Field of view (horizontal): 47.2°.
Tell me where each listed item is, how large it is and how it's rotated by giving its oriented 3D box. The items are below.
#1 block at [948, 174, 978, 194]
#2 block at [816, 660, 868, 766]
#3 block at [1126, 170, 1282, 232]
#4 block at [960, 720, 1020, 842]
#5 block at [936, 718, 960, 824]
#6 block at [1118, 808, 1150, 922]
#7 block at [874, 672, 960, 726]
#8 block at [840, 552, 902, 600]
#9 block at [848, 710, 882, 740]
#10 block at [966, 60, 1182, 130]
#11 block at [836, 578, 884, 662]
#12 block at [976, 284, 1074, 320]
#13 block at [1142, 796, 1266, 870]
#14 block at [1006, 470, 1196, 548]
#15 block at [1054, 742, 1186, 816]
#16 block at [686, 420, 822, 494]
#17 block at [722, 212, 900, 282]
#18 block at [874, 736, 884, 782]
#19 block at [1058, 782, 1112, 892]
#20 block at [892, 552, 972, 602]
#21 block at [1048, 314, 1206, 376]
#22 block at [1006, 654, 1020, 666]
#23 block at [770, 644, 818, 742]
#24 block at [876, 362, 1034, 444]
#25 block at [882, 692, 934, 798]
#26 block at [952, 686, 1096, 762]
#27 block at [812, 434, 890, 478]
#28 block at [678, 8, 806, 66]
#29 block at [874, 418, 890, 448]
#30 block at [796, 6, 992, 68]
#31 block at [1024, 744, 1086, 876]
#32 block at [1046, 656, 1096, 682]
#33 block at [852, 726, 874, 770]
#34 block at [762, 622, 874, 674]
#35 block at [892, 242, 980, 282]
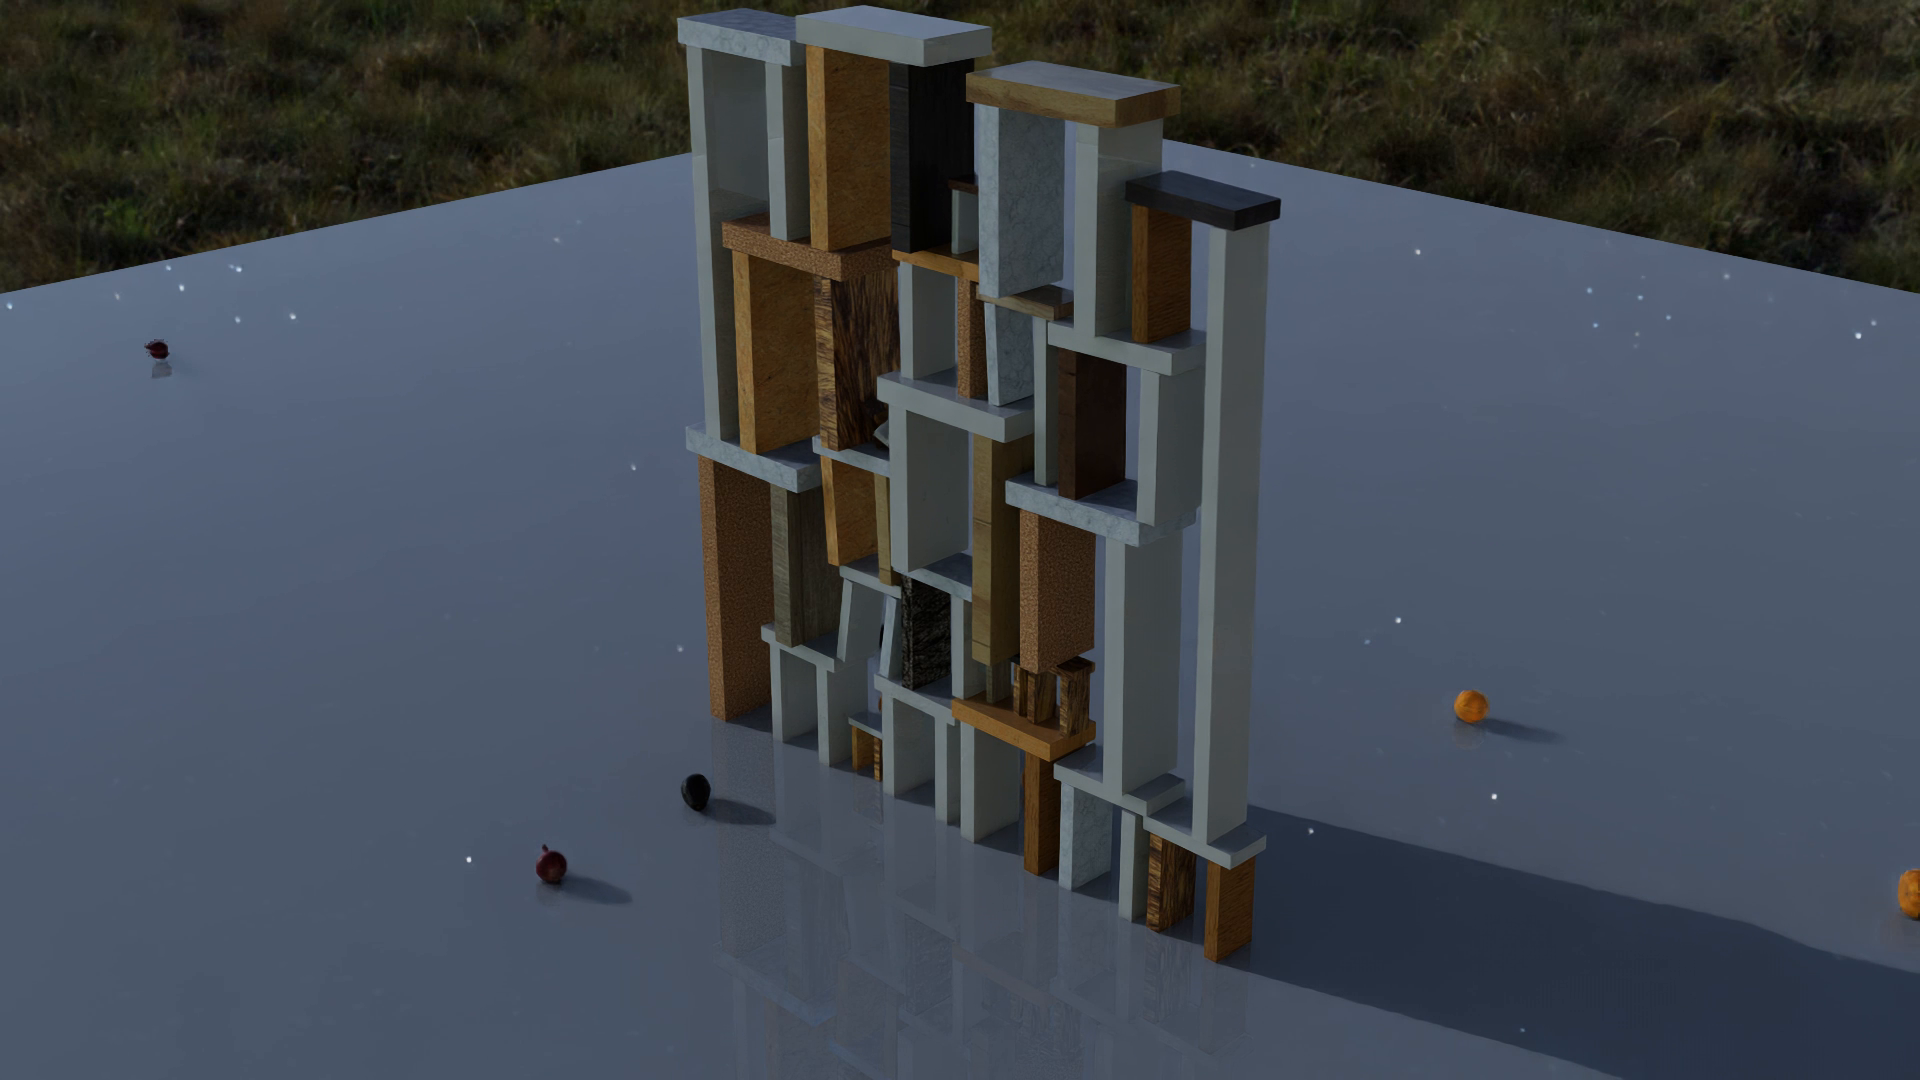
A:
[{"bbox_3d":[0.041,-0.630,3.914,0.117,0.017,0.059,21,31,40],"label":"block"},{"bbox_3d":[-0.247,0.354,4.636,0.032,0.228,0.114,21,31,41],"label":"block"},{"bbox_3d":[0.394,-0.553,3.575,0.116,0.033,0.231,-20,32,-40],"label":"block"},{"bbox_3d":[0.060,0.457,4.351,0.037,0.259,0.130,21,31,41],"label":"block"},{"bbox_3d":[0.003,0.445,4.416,0.116,0.231,0.033,-21,31,-40],"label":"block"},{"bbox_3d":[0.347,0.587,4.090,0.032,0.225,0.113,21,31,41],"label":"block"},{"bbox_3d":[-0.051,0.302,4.415,0.116,0.033,0.231,-21,31,-40],"label":"block"},{"bbox_3d":[-0.145,0.070,4.412,0.184,0.026,0.092,19,29,41],"label":"block"},{"bbox_3d":[-0.178,0.383,4.576,0.103,0.015,0.051,21,31,41],"label":"block"},{"bbox_3d":[0.188,-0.752,3.701,0.334,0.047,0.167,20,30,40],"label":"block"},{"bbox_3d":[-0.202,0.151,4.503,0.092,0.189,0.026,-20,39,-39],"label":"block"},{"bbox_3d":[0.129,-0.430,3.897,0.095,0.027,0.189,-21,31,-41],"label":"block"},{"bbox_3d":[0.440,0.526,3.965,0.101,0.029,0.202,-21,31,-40],"label":"block"},{"bbox_3d":[0.250,-0.069,3.931,0.315,0.045,0.158,20,30,41],"label":"block"},{"bbox_3d":[0.296,0.444,4.089,0.225,0.032,0.113,19,29,41],"label":"block"},{"bbox_3d":[-0.388,-0.190,4.568,0.178,0.050,0.355,-21,31,-40],"label":"block"},{"bbox_3d":[-0.285,-0.580,4.288,0.347,0.049,0.174,21,31,41],"label":"block"},{"bbox_3d":[-0.154,0.447,4.576,0.015,0.103,0.051,21,31,41],"label":"block"},{"bbox_3d":[0.241,0.546,4.187,0.112,0.225,0.032,-21,31,-40],"label":"block"},{"bbox_3d":[-0.017,0.060,4.272,0.215,0.030,0.108,21,31,40],"label":"block"},{"bbox_3d":[0.298,-0.342,3.761,0.275,0.039,0.137,19,30,41],"label":"block"},{"bbox_3d":[0.101,0.211,4.211,0.107,0.015,0.054,21,31,40],"label":"block"},{"bbox_3d":[-0.352,0.312,4.735,0.114,0.228,0.032,-21,31,-40],"label":"block"},{"bbox_3d":[0.020,-0.263,4.084,0.332,0.047,0.166,21,31,40],"label":"block"},{"bbox_3d":[-0.106,0.402,4.517,0.116,0.231,0.033,-21,31,-41],"label":"block"},{"bbox_3d":[0.122,0.345,4.237,0.259,0.037,0.130,21,31,41],"label":"block"},{"bbox_3d":[-0.171,-0.177,4.334,0.115,0.033,0.229,-21,29,-41],"label":"block"},{"bbox_3d":[-0.371,-0.966,4.215,0.168,0.048,0.336,-21,31,-40],"label":"block"},{"bbox_3d":[-0.117,-0.189,4.244,0.095,0.014,0.048,39,47,5],"label":"block"},{"bbox_3d":[-0.122,-0.914,3.977,0.169,0.048,0.338,-21,31,-40],"label":"block"},{"bbox_3d":[0.183,0.505,4.238,0.037,0.259,0.130,21,31,41],"label":"block"},{"bbox_3d":[0.186,0.229,4.121,0.125,0.018,0.063,21,31,40],"label":"block"},{"bbox_3d":[-0.203,0.428,4.621,0.015,0.103,0.051,21,31,41],"label":"block"},{"bbox_3d":[-0.301,0.213,4.634,0.228,0.032,0.114,21,31,40],"label":"block"},{"bbox_3d":[-0.006,-0.518,4.013,0.223,0.032,0.112,21,31,40],"label":"block"}]
